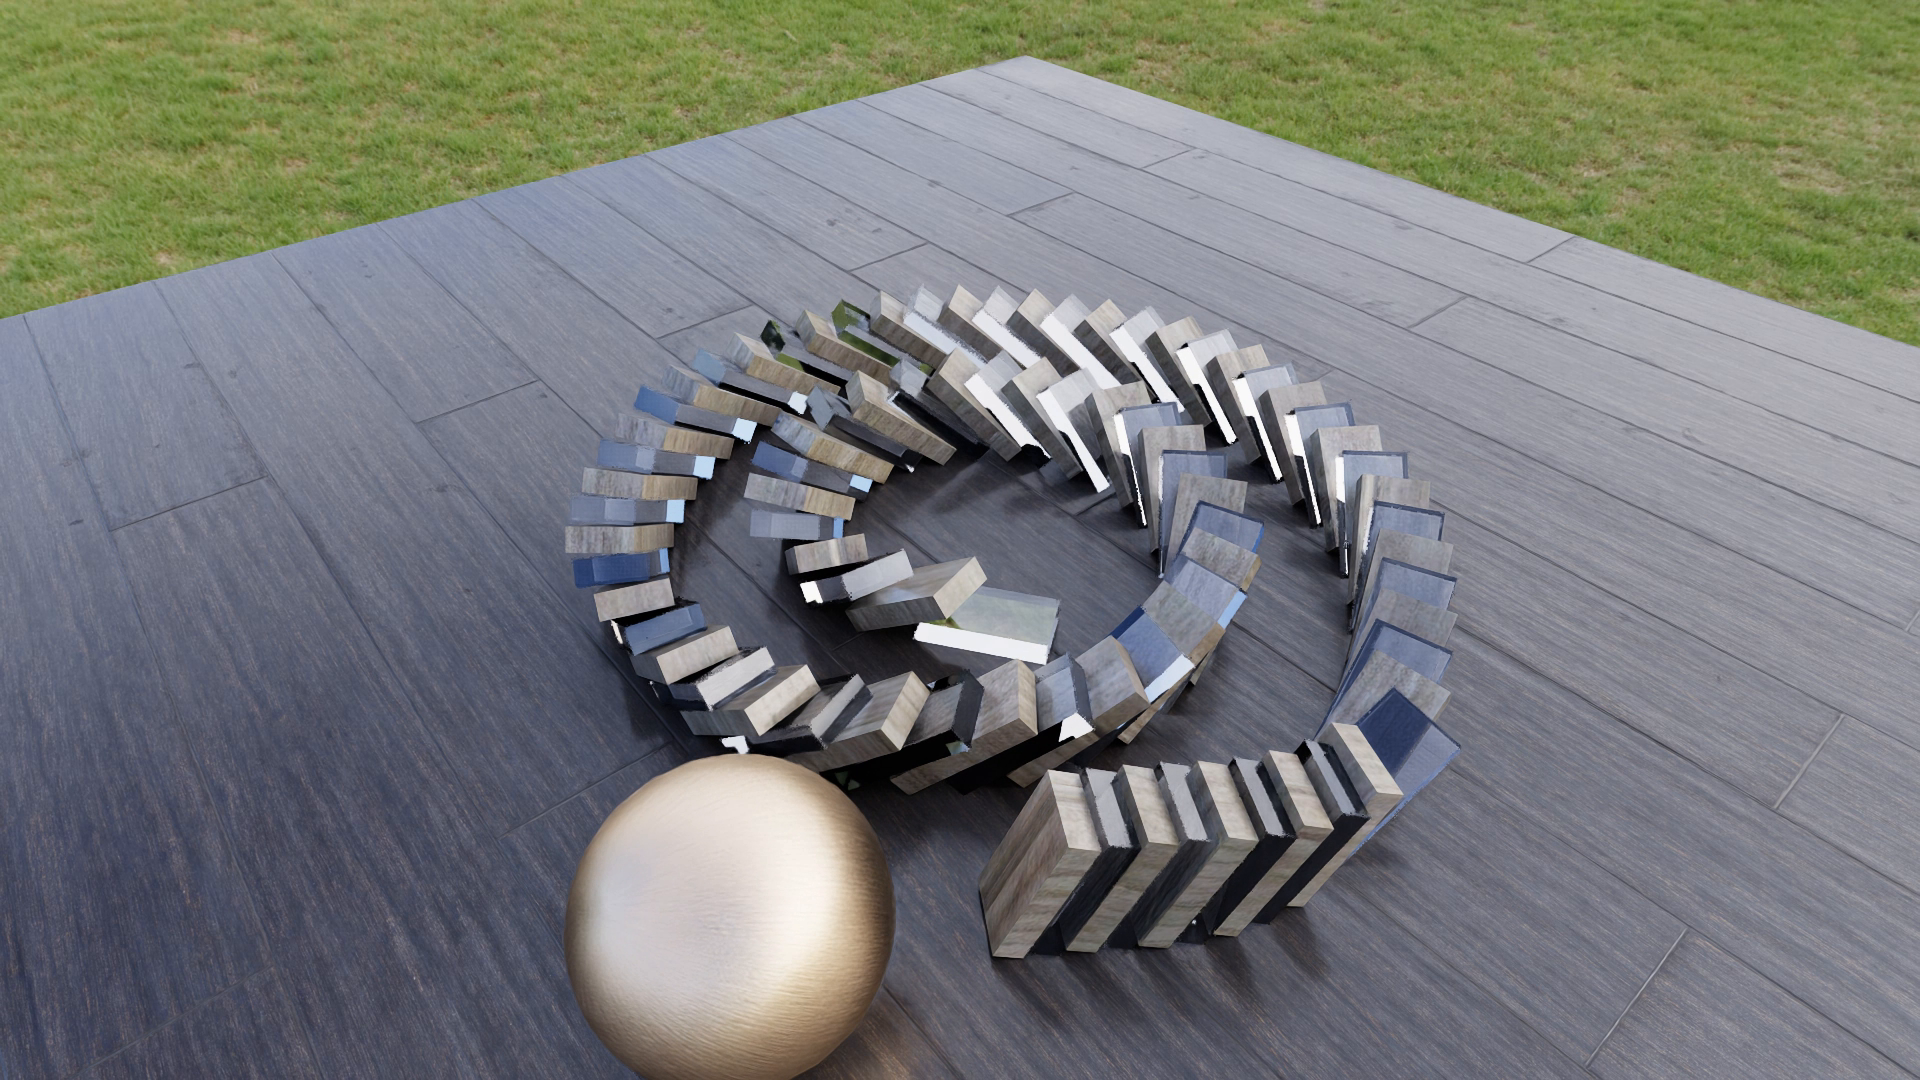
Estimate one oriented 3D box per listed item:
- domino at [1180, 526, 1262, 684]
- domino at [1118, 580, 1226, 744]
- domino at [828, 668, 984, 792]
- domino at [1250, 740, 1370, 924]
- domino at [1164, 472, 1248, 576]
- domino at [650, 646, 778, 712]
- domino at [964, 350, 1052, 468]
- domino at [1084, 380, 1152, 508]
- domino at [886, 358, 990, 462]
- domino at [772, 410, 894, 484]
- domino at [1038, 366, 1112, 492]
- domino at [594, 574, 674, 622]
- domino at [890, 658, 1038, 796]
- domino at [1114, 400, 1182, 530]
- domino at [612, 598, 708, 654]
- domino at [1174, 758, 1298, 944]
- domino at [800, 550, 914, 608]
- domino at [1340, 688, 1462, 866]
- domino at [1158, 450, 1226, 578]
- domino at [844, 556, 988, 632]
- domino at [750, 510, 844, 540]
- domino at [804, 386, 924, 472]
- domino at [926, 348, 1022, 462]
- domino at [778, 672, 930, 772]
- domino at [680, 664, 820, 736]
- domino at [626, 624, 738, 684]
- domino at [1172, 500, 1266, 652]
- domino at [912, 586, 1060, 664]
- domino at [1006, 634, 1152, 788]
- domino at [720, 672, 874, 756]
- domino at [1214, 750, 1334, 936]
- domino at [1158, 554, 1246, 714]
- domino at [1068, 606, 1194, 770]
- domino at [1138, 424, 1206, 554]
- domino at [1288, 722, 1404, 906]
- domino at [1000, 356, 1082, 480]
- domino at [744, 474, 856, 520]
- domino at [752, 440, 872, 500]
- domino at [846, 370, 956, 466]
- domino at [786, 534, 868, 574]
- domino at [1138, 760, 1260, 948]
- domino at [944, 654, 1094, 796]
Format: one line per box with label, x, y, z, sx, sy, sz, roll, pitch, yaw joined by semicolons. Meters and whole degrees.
domino;0.084;0.023;0.392;0.025;0.009;0.050;27;85;29
domino;0.063;0.041;0.371;0.050;0.010;0.025;-50;51;2
domino;-0.017;0.060;0.348;0.050;0.009;0.025;-25;29;30
domino;0.092;0.083;0.310;0.009;0.050;0.025;13;35;-21
domino;0.093;0.001;0.419;0.025;0.009;0.050;9;80;11
domino;-0.083;0.046;0.365;0.025;0.010;0.050;-30;11;-31
domino;0.027;-0.059;0.492;0.050;0.010;0.025;48;48;-6
domino;0.074;-0.041;0.470;0.025;0.009;0.050;-15;81;-18
domino;-0.009;-0.058;0.491;0.050;0.010;0.025;32;32;-24
domino;-0.054;-0.039;0.467;0.025;0.009;0.050;36;11;36
domino;0.058;-0.048;0.479;0.025;0.010;0.050;-30;87;-31
domino;-0.117;0.020;0.397;0.025;0.010;0.050;-12;4;-15
domino;0.001;0.059;0.349;0.050;0.010;0.025;-30;32;24
domino;0.082;-0.031;0.459;0.025;0.009;0.050;-9;79;-11
domino;-0.106;0.030;0.385;0.025;0.010;0.050;-19;6;-22
domino;0.072;0.087;0.305;0.009;0.050;0.025;12;35;-20
domino;-0.038;0.015;0.402;0.025;0.009;0.050;-22;4;-25
domino;0.123;0.072;0.332;0.050;0.009;0.025;-44;59;2
domino;0.091;-0.010;0.433;0.025;0.009;0.050;2;77;3
domino;-0.017;0.020;0.398;0.050;0.009;0.025;-12;23;46
domino;-0.062;-0.005;0.426;0.025;0.010;0.050;3;-1;4
domino;-0.042;-0.048;0.479;0.050;0.010;0.025;23;22;-39
domino;0.010;-0.061;0.494;0.050;0.010;0.025;42;40;-13
domino;-0.035;0.059;0.348;0.050;0.009;0.025;-22;25;37
domino;-0.069;0.052;0.357;0.025;0.010;0.050;-36;14;-35
domino;-0.095;0.038;0.375;0.025;0.010;0.050;-24;8;-26
domino;0.091;0.013;0.405;0.025;0.010;0.050;20;82;22
domino;0.010;0.030;0.407;0.050;0.009;0.025;10;40;11
domino;0.034;0.055;0.353;0.050;0.010;0.025;-36;39;16
domino;-0.053;0.057;0.351;0.050;0.009;0.025;-17;21;45
domino;0.082;0.085;0.307;0.009;0.050;0.025;12;35;-20
domino;0.074;0.032;0.381;0.025;0.010;0.050;33;87;34
domino;0.050;0.048;0.361;0.050;0.009;0.025;-45;45;8
domino;0.088;-0.021;0.446;0.025;0.010;0.050;-3;78;-4
domino;0.102;0.079;0.315;0.010;0.050;0.025;11;34;-24
domino;0.043;-0.054;0.486;0.025;0.010;0.050;-38;92;-37
domino;-0.063;-0.017;0.440;0.025;0.009;0.050;13;0;15
domino;-0.060;-0.028;0.454;0.025;0.009;0.050;23;4;26
domino;-0.026;-0.054;0.486;0.050;0.009;0.025;27;28;-31
domino;-0.051;0.006;0.412;0.025;0.010;0.050;-11;0;-13
domino;0.062;0.088;0.305;0.009;0.050;0.025;12;35;-20
domino;0.018;0.059;0.349;0.050;0.010;0.025;-32;34;21
